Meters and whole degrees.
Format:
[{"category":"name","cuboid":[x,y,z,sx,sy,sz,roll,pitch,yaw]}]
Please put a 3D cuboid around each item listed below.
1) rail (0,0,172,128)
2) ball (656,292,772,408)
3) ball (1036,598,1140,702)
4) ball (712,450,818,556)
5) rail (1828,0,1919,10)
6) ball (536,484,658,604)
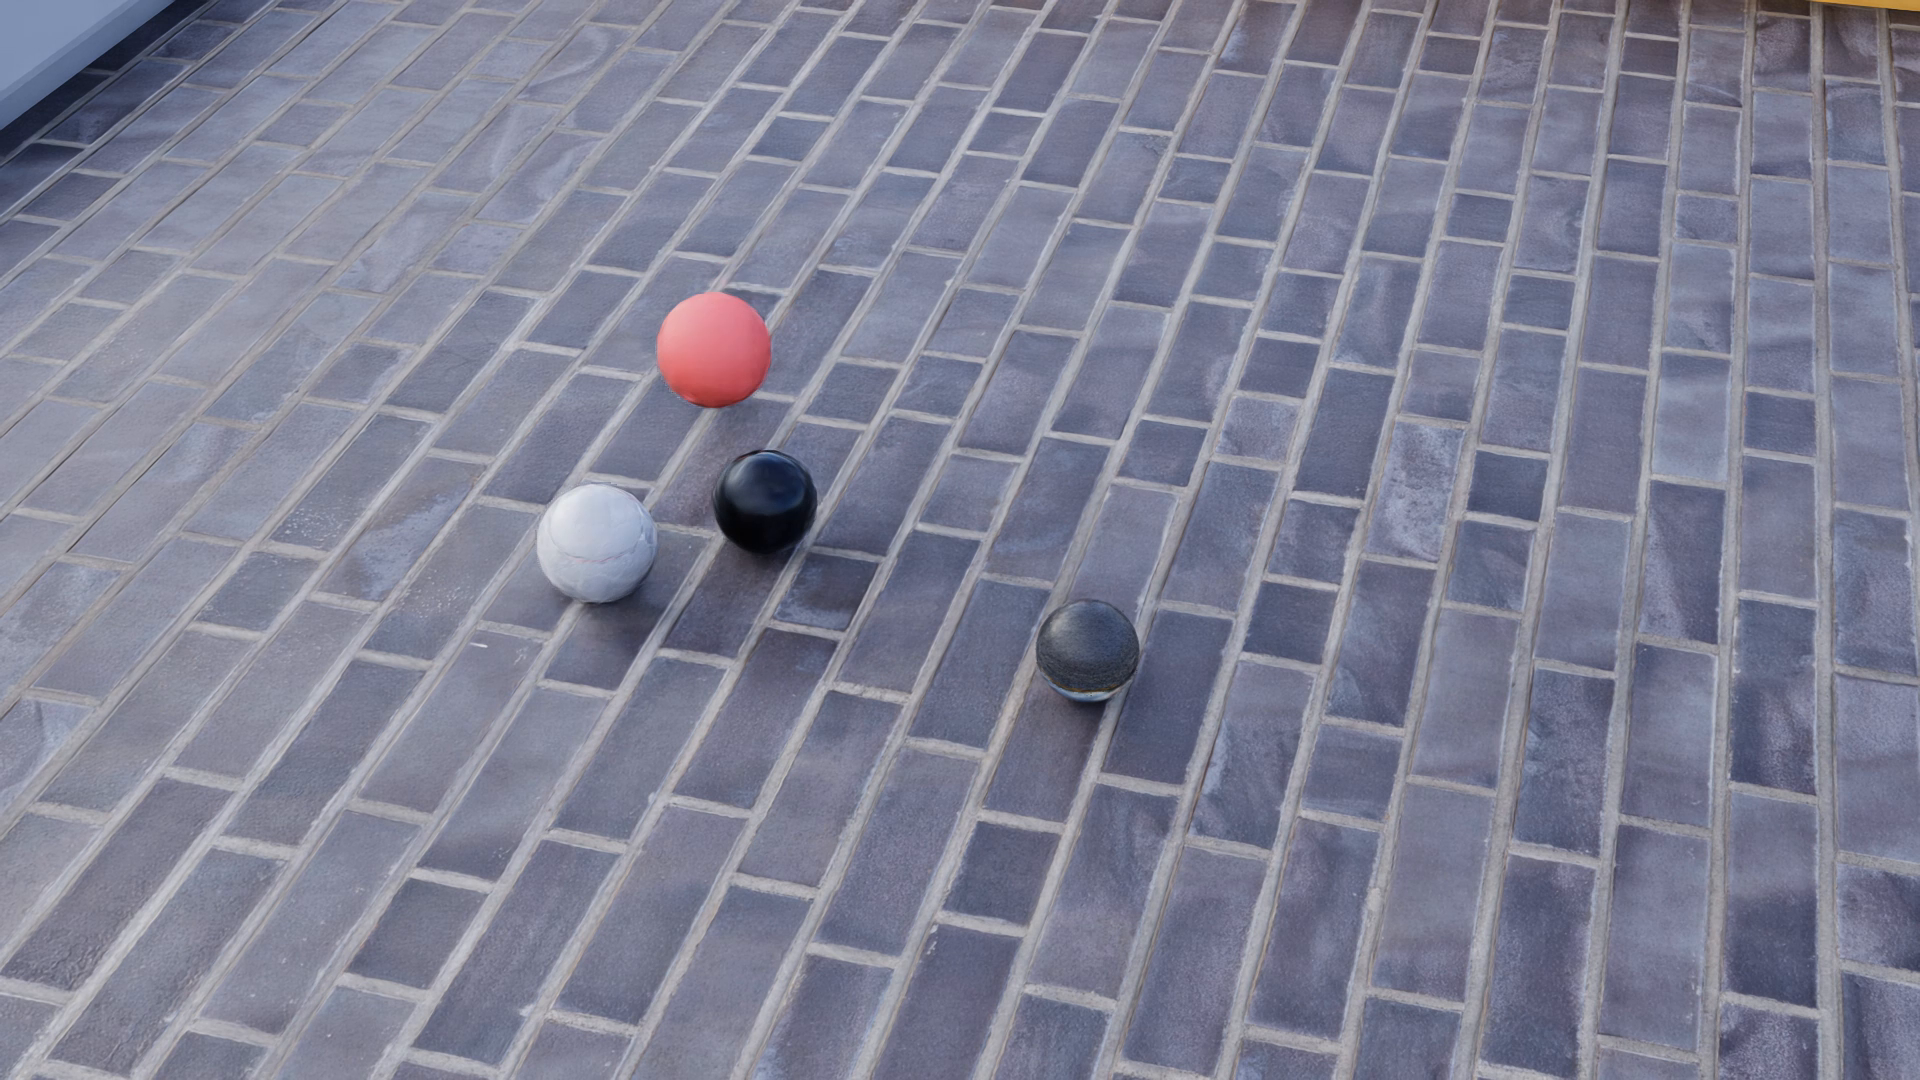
[{"category":"rail","cuboid":[-1.047,-0.178,2.071,0.045,0.119,2.598,9,35,13]},{"category":"ball","cuboid":[-0.196,-0.151,2.041,0.092,0.092,0.092,0,34,0]},{"category":"ball","cuboid":[0.087,0.075,1.744,0.071,0.071,0.071,0,34,0]},{"category":"ball","cuboid":[-0.143,-0.028,1.890,0.078,0.078,0.078,0,34,0]},{"category":"rail","cuboid":[1.404,-0.547,2.614,4.433,0.119,0.045,9,35,13]},{"category":"ball","cuboid":[-0.260,0.003,1.838,0.086,0.086,0.086,0,34,0]}]
